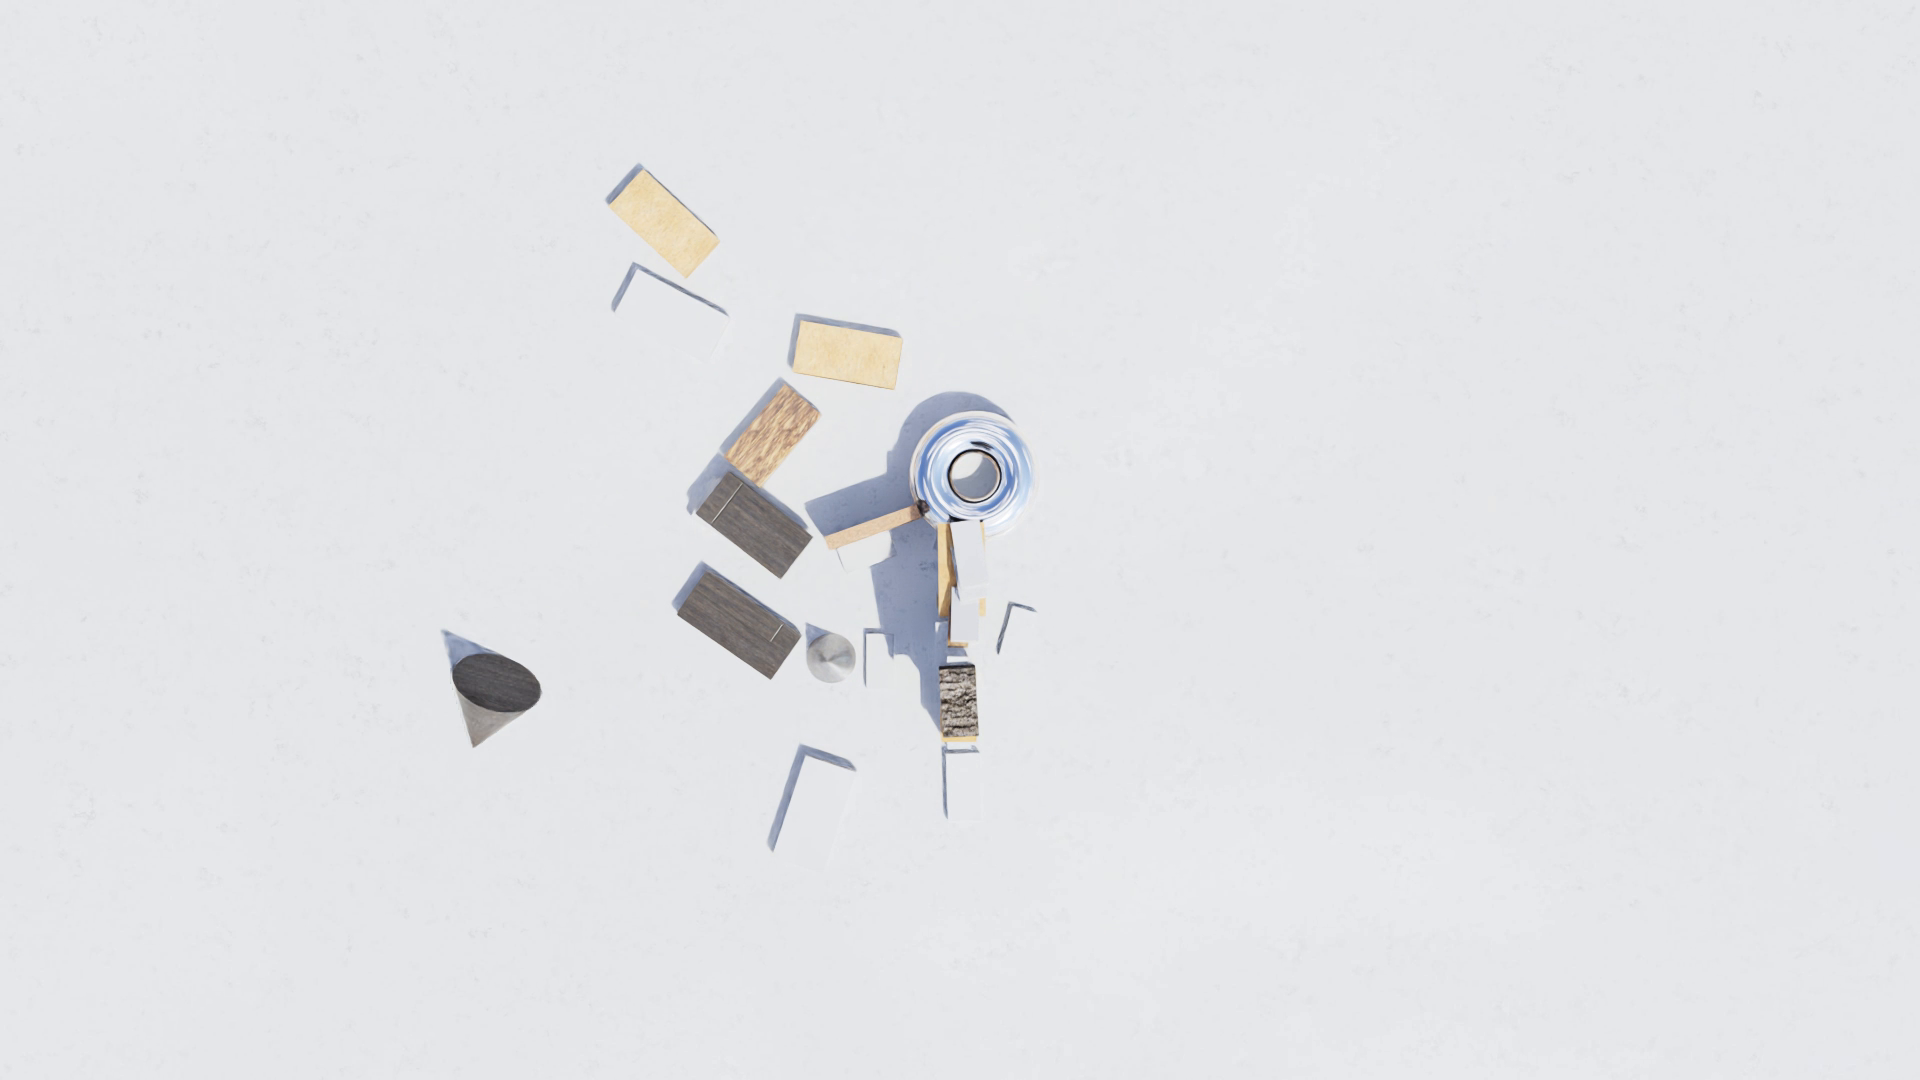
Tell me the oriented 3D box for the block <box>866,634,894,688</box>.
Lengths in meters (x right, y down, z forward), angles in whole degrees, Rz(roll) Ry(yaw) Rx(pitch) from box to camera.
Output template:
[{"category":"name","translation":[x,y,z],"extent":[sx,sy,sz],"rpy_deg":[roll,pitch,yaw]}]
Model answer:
[{"category":"block","translation":[-0.265,0.402,5.487],"extent":[0.091,0.026,0.182],"rpy_deg":[0,90,0]}]

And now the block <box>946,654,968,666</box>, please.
[{"category":"block","translation":[-0.009,0.420,5.092],"extent":[0.065,0.018,0.130],"rpy_deg":[2,105,-2]}]

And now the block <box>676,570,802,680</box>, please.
[{"category":"block","translation":[-0.732,0.282,5.475],"extent":[0.382,0.050,0.176],"rpy_deg":[35,90,0]}]

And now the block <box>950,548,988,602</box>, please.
[{"category":"block","translation":[0.028,0.101,5.133],"extent":[0.086,0.024,0.172],"rpy_deg":[-11,76,0]}]

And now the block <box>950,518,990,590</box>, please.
[{"category":"block","translation":[0.031,0.043,5.121],"extent":[0.091,0.026,0.207],"rpy_deg":[-9,76,0]}]

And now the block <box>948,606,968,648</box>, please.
[{"category":"block","translation":[-0.004,0.269,5.133],"extent":[0.065,0.018,0.131],"rpy_deg":[2,70,0]}]

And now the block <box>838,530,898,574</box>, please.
[{"category":"block","translation":[-0.308,0.040,5.487],"extent":[0.182,0.026,0.091],"rpy_deg":[-20,90,0]}]

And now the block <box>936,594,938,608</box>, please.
[{"category":"block","translation":[0.000,0.199,5.353],"extent":[0.147,0.293,0.042],"rpy_deg":[0,88,0]}]

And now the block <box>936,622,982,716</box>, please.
[{"category":"block","translation":[-0.003,0.404,5.186],"extent":[0.147,0.042,0.293],"rpy_deg":[0,90,0]}]

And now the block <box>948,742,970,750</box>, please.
[{"category":"block","translation":[-0.004,0.598,5.337],"extent":[0.076,0.022,0.152],"rpy_deg":[-1,89,0]}]

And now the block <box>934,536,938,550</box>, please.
[{"category":"block","translation":[-0.010,0.030,5.353],"extent":[0.147,0.293,0.042],"rpy_deg":[17,90,0]}]

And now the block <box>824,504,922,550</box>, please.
[{"category":"block","translation":[-0.284,-0.042,5.421],"extent":[0.316,0.158,0.045],"rpy_deg":[-20,90,0]}]

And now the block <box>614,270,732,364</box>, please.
[{"category":"block","translation":[-0.954,-0.741,5.476],"extent":[0.341,0.048,0.171],"rpy_deg":[28,90,0]}]

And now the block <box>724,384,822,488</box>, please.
[{"category":"block","translation":[-0.621,-0.345,5.478],"extent":[0.158,0.045,0.316],"rpy_deg":[40,90,0]}]

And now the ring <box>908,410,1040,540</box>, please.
[{"category":"ring","translation":[0.048,-0.210,5.429],"extent":[0.434,0.145,0.434],"rpy_deg":[0,91,0]}]

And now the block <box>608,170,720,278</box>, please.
[{"category":"block","translation":[-0.980,-1.048,5.476],"extent":[0.341,0.048,0.171],"rpy_deg":[43,90,0]}]

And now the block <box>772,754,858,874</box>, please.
[{"category":"block","translation":[-0.482,0.908,5.475],"extent":[0.176,0.050,0.353],"rpy_deg":[18,90,0]}]

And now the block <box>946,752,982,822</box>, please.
[{"category":"block","translation":[0.013,0.820,5.484],"extent":[0.112,0.032,0.224],"rpy_deg":[-2,90,0]}]

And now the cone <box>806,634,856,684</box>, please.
[{"category":"cone","translation":[-0.429,0.395,5.417],"extent":[0.167,0.167,0.167],"rpy_deg":[0,90,0]}]

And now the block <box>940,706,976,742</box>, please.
[{"category":"block","translation":[-0.004,0.516,5.149],"extent":[0.112,0.032,0.224],"rpy_deg":[0,90,0]}]

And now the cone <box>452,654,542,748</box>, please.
[{"category":"cone","translation":[-1.565,0.581,5.435],"extent":[0.290,0.290,0.290],"rpy_deg":[27,117,0]}]

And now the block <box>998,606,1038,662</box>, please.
[{"category":"block","translation":[0.193,0.313,5.488],"extent":[0.086,0.024,0.172],"rpy_deg":[15,90,0]}]

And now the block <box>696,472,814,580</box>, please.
[{"category":"block","translation":[-0.675,-0.048,5.430],"extent":[0.353,0.050,0.176],"rpy_deg":[38,90,0]}]

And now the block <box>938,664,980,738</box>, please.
[{"category":"block","translation":[-0.003,0.497,5.088],"extent":[0.112,0.032,0.224],"rpy_deg":[-3,106,0]}]

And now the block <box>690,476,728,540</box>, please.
[{"category":"block","translation":[-0.717,-0.062,5.478],"extent":[0.316,0.045,0.158],"rpy_deg":[31,90,0]}]

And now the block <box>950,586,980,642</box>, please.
[{"category":"block","translation":[0.016,0.232,5.123],"extent":[0.086,0.024,0.172],"rpy_deg":[1,70,0]}]

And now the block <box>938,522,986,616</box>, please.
[{"category":"block","translation":[0.006,0.093,5.185],"extent":[0.147,0.042,0.293],"rpy_deg":[-1,90,0]}]

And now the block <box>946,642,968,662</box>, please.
[{"category":"block","translation":[-0.010,0.383,5.127],"extent":[0.065,0.018,0.131],"rpy_deg":[-2,83,0]}]

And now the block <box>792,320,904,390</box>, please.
[{"category":"block","translation":[-0.371,-0.612,5.476],"extent":[0.341,0.048,0.171],"rpy_deg":[10,90,0]}]
